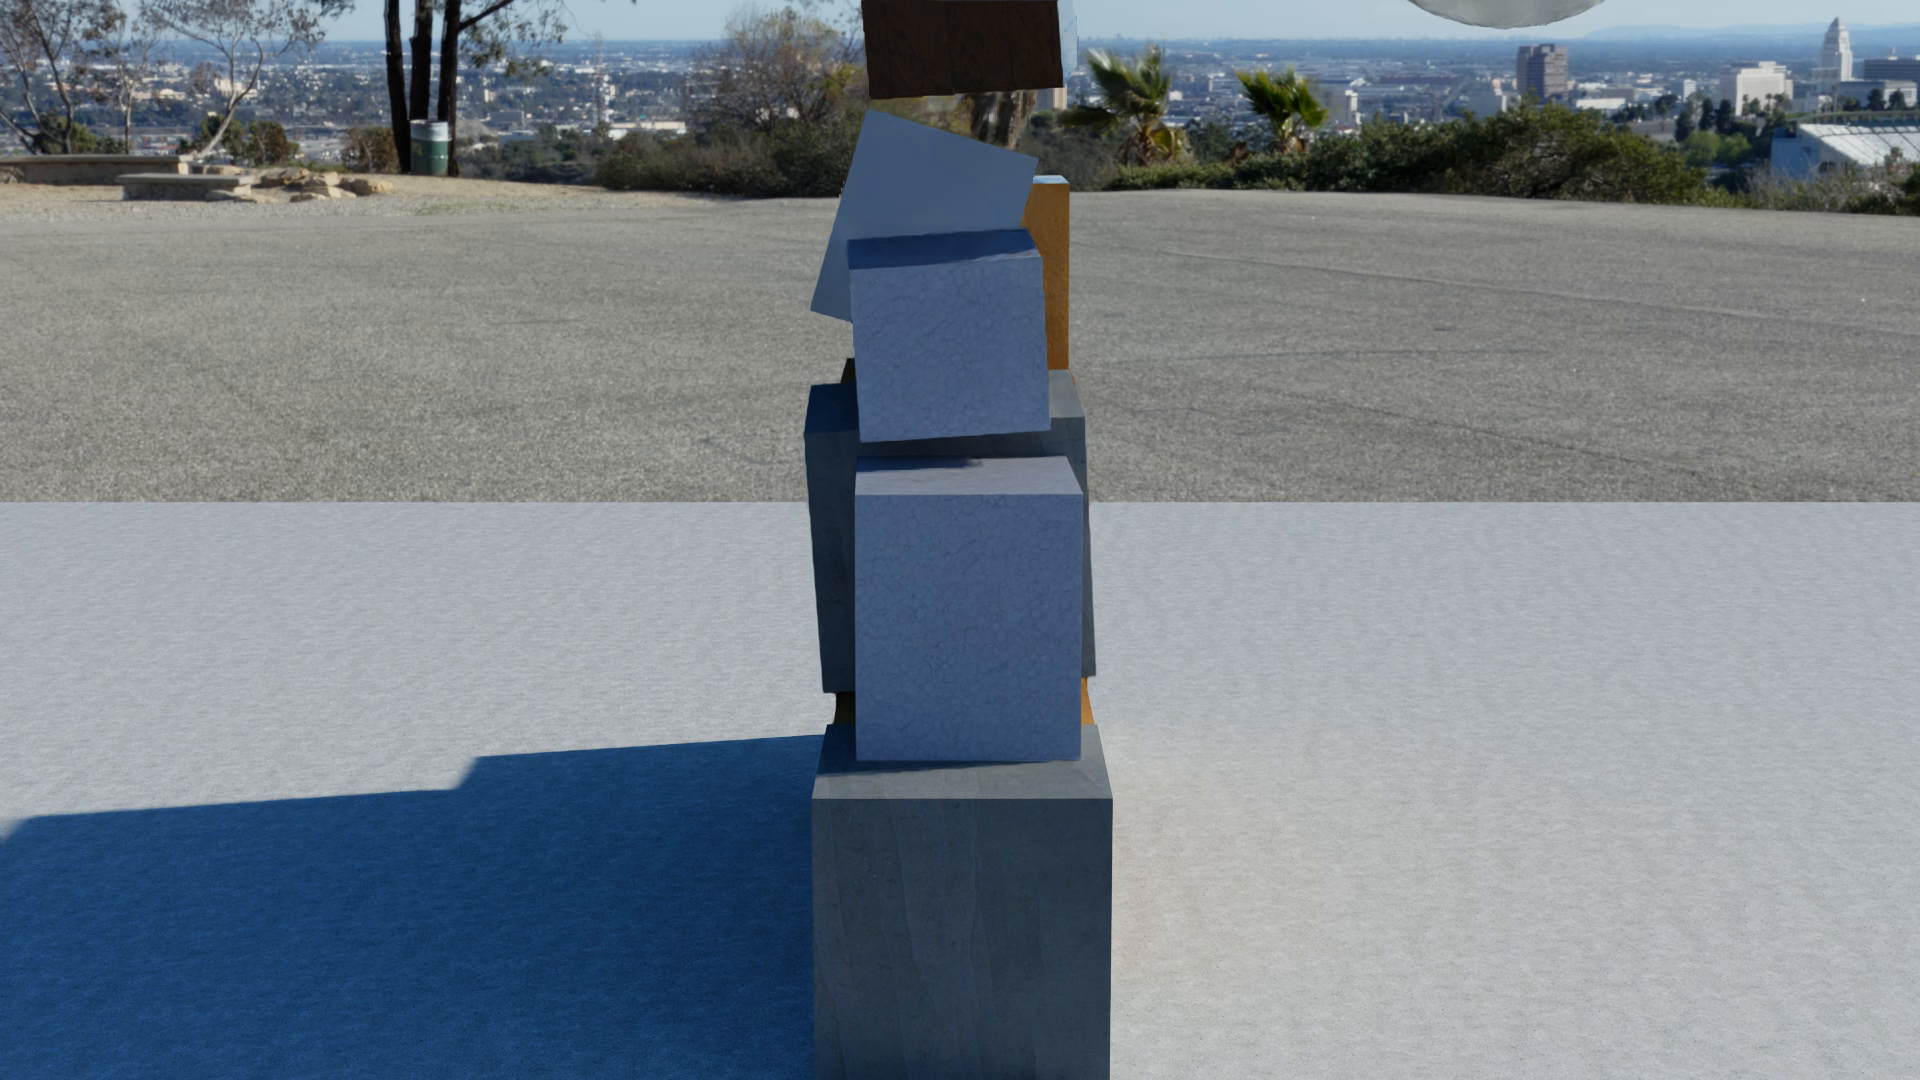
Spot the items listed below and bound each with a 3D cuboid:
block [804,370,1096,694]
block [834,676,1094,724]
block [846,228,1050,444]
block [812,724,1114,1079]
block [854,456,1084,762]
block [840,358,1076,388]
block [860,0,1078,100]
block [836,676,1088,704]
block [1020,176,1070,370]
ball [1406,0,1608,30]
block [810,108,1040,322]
[{"bbox_3d":[-0.043,-0.057,10.622,1.101,1.070,0.943,-4,15,-1],"label":"block"},{"bbox_3d":[0.015,1.149,10.410,1.016,1.014,0.905,0,10,0],"label":"block"},{"bbox_3d":[-0.055,-0.817,10.098,0.730,0.668,0.751,-4,16,-2],"label":"block"},{"bbox_3d":[0.008,1.311,9.447,1.040,1.040,1.028,0,10,0],"label":"block"},{"bbox_3d":[0.019,0.237,9.694,0.817,0.983,0.927,0,10,-2],"label":"block"},{"bbox_3d":[-0.014,-0.227,11.621,1.014,1.095,0.984,0,10,-1],"label":"block"},{"bbox_3d":[0.039,-2.281,10.674,0.797,0.744,0.681,-2,18,8],"label":"block"},{"bbox_3d":[0.005,0.942,11.326,1.061,1.093,0.958,0,10,0],"label":"block"},{"bbox_3d":[0.011,-1.228,11.725,0.935,0.837,0.894,0,10,0],"label":"block"},{"bbox_3d":[2.295,-2.936,10.647,1.600,1.600,1.600,0,10,0],"label":"ball"},{"bbox_3d":[-0.150,-1.283,10.854,0.730,0.853,0.760,16,5,-2],"label":"block"}]
